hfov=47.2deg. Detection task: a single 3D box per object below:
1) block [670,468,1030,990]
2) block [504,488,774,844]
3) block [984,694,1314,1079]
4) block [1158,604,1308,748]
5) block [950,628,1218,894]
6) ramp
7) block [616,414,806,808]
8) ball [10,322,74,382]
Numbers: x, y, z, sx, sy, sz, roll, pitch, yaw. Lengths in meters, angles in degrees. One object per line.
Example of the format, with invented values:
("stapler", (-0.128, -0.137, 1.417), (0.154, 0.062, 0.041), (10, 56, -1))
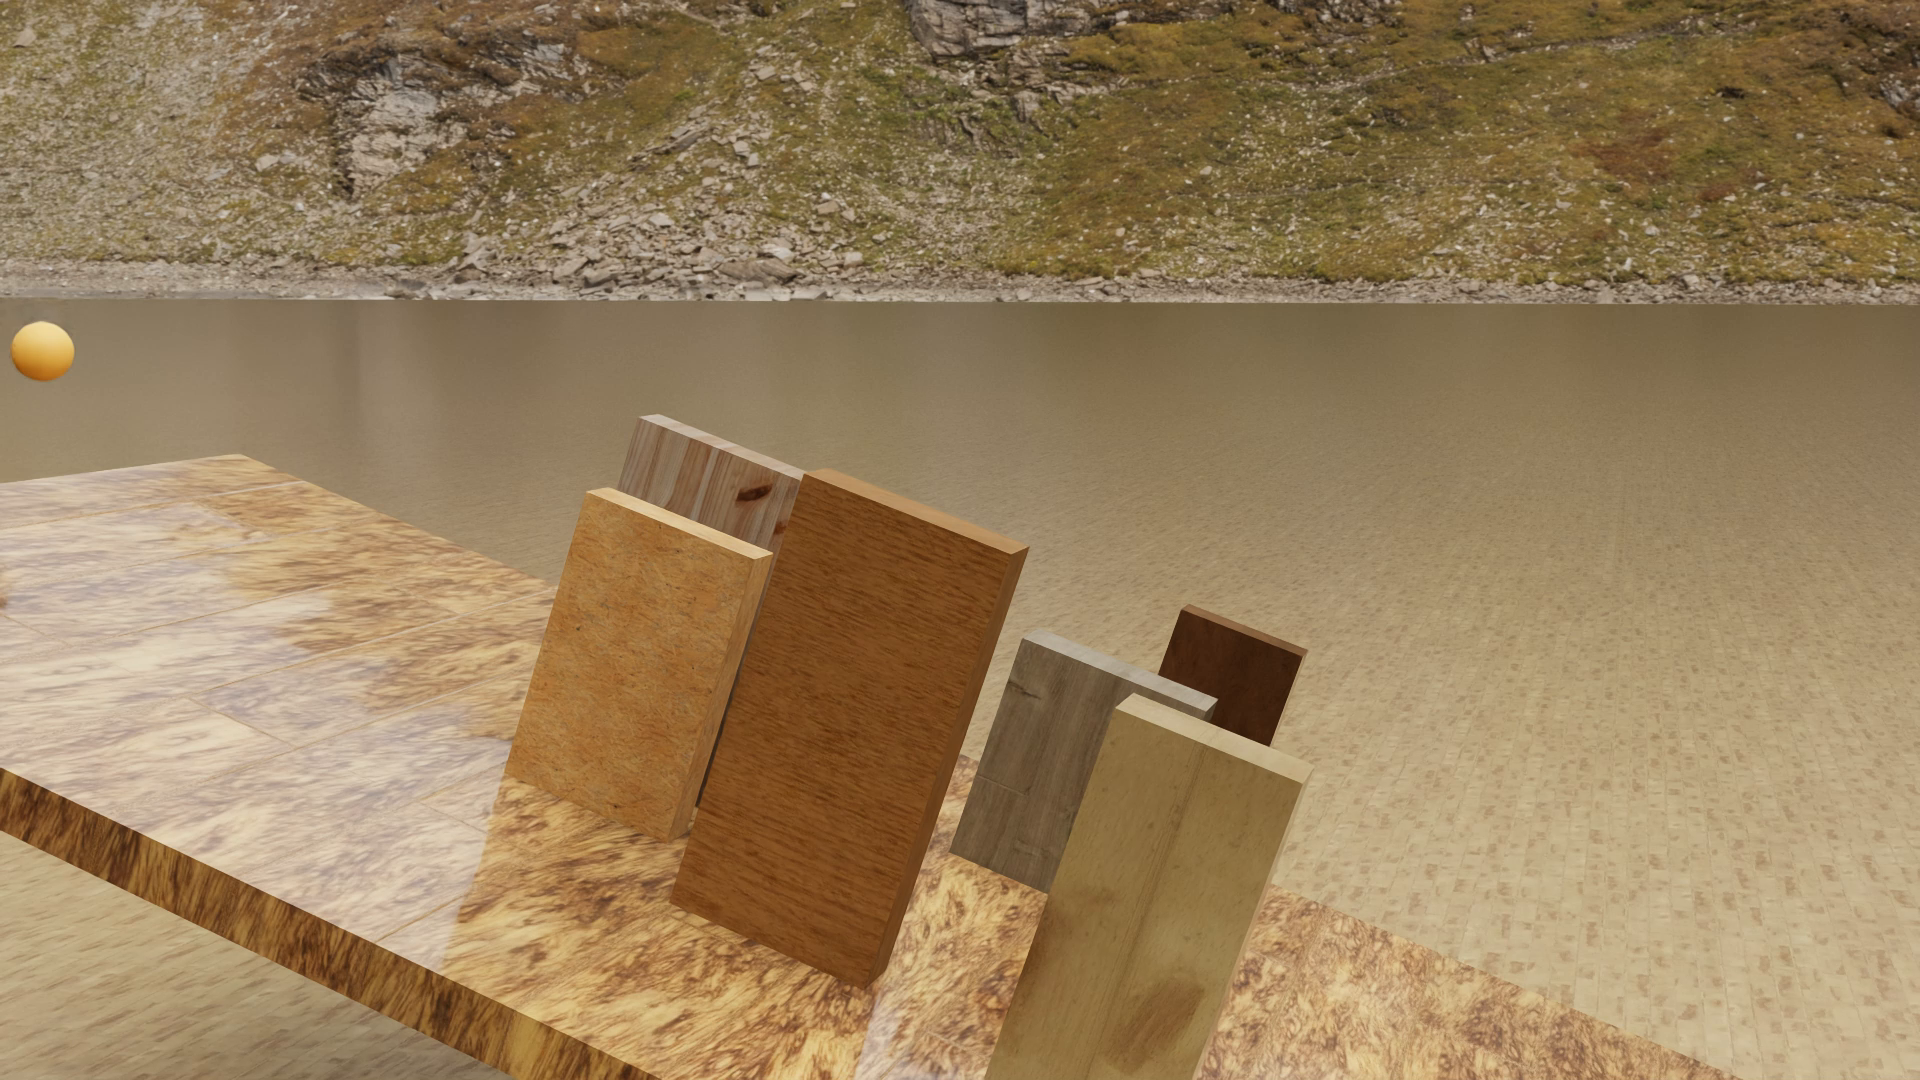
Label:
("block", (-0.194, 0.320, 3.742), (0.378, 0.797, 0.115), (21, 12, 14))
("block", (-0.600, 0.231, 4.087), (0.349, 0.568, 0.093), (21, 12, 14))
("block", (0.263, 0.619, 3.284), (0.289, 0.713, 0.122), (21, 12, 14))
("block", (0.539, 0.449, 4.865), (0.283, 0.544, 0.086), (21, 12, 14))
("block", (0.249, 0.479, 4.460), (0.395, 0.477, 0.130), (21, 12, 14))
("ramp", (-0.347, 0.646, 4.219), (4.000, 0.100, 2.000), (21, 12, 14))
("block", (-0.523, 0.148, 4.294), (0.414, 0.683, 0.094), (21, 12, 14))
("ball", (-2.037, -0.418, 4.883), (0.131, 0.131, 0.131), (0, 7, 0))
